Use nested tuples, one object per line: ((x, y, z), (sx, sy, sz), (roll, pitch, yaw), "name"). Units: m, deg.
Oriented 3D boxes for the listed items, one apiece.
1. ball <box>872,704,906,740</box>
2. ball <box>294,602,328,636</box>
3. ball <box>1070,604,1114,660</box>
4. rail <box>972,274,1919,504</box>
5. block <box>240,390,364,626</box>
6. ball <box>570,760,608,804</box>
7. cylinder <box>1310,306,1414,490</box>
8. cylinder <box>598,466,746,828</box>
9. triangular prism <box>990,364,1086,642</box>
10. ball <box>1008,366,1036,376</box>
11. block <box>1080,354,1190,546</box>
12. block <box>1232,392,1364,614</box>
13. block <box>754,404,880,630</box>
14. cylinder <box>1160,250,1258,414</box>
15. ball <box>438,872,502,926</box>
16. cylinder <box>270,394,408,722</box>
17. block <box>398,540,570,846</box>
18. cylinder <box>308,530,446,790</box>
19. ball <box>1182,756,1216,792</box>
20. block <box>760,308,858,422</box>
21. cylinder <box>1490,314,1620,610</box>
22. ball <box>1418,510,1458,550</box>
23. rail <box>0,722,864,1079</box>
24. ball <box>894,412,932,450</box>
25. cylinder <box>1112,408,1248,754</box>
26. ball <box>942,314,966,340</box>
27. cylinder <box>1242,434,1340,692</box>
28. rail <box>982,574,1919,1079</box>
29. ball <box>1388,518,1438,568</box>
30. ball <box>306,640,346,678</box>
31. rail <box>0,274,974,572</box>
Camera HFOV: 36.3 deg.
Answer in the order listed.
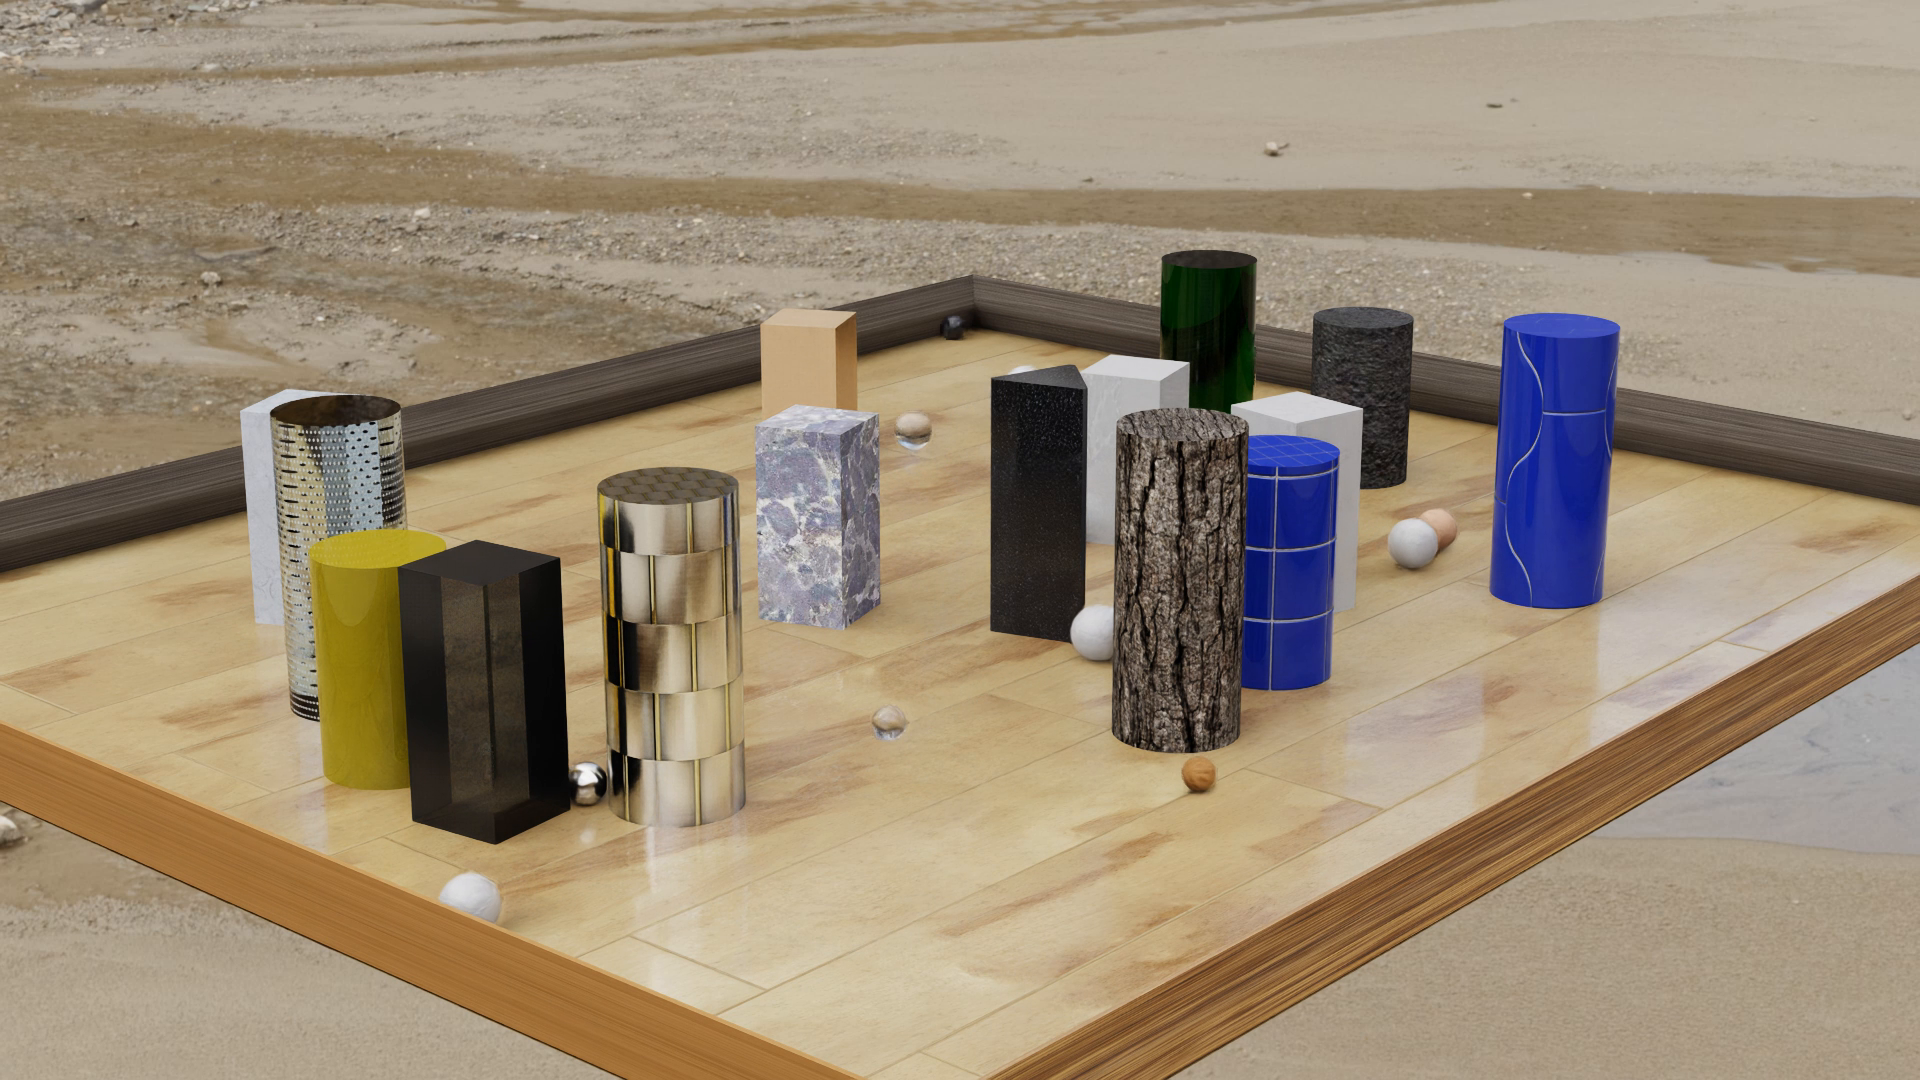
((-0.108, 0.276, 4.440), (0.054, 0.054, 0.054), (0, 17, 0), "ball")
((-1.087, 0.133, 4.911), (0.056, 0.056, 0.056), (0, 17, 0), "ball")
((0.226, 0.151, 4.792), (0.092, 0.092, 0.092), (0, 17, 0), "ball")
((1.059, -0.320, 6.288), (2.765, 0.128, 0.045), (14, 22, 39), "rail")
((-1.100, -0.052, 4.982), (0.157, 0.371, 0.157), (5, 17, 16), "block")
((-0.535, 0.347, 4.191), (0.063, 0.063, 0.063), (0, 17, 0), "ball")
((0.796, -0.284, 5.828), (0.196, 0.325, 0.196), (0, 17, 0), "cylinder")
((-0.405, 0.150, 4.138), (0.196, 0.471, 0.196), (0, 17, 0), "cylinder")
((0.158, -0.066, 4.913), (0.170, 0.437, 0.147), (8, 18, 24), "triangular prism")
((0.142, -0.335, 6.404), (0.091, 0.091, 0.091), (0, 17, 0), "ball")
((0.322, -0.164, 5.439), (0.157, 0.321, 0.157), (7, 18, 23), "block")
((0.571, -0.056, 5.023), (0.157, 0.355, 0.157), (-13, 21, -36), "block")
((-0.240, -0.041, 4.995), (0.157, 0.340, 0.157), (7, 18, 22), "block")
((0.511, -0.388, 6.063), (0.196, 0.391, 0.196), (0, 17, 0), "cylinder")
((-0.628, 0.467, 3.760), (0.081, 0.081, 0.081), (0, 17, 0), "ball")
((-0.952, 0.028, 4.539), (0.196, 0.472, 0.196), (0, 17, 0), "cylinder")
((-0.663, 0.210, 4.102), (0.157, 0.376, 0.157), (11, 20, 32), "block")
((-0.843, 0.173, 4.293), (0.196, 0.336, 0.196), (0, 17, 0), "cylinder")
((0.346, 0.338, 4.242), (0.050, 0.050, 0.050), (0, 17, 0), "ball")
((-0.308, -0.319, 6.025), (0.157, 0.279, 0.157), (4, 17, 13), "block")
((1.029, -0.138, 5.080), (0.196, 0.478, 0.196), (0, 17, 0), "cylinder")
((0.873, -0.019, 5.381), (0.076, 0.076, 0.076), (0, 17, 0), "ball")
((-1.059, 0.384, 3.952), (2.765, 0.128, 0.045), (14, 22, 39), "rail")
((-0.096, -0.226, 6.067), (0.078, 0.078, 0.078), (0, 17, 0), "ball")
((0.330, 0.060, 4.414), (0.196, 0.484, 0.196), (0, 17, 0), "cylinder")
((-0.013, -0.512, 7.047), (0.059, 0.059, 0.059), (0, 17, 0), "ball")
((0.503, 0.035, 4.694), (0.196, 0.369, 0.196), (0, 17, 0), "cylinder")
((1.026, 0.289, 4.267), (0.045, 0.128, 3.279), (14, 22, 39), "rail")
((0.814, 0.006, 5.273), (0.090, 0.090, 0.090), (0, 17, 0), "ball")
((-1.018, 0.191, 4.706), (0.064, 0.064, 0.064), (0, 17, 0), "ball")
((-1.026, -0.225, 5.973), (0.045, 0.128, 3.279), (14, 22, 39), "rail")
